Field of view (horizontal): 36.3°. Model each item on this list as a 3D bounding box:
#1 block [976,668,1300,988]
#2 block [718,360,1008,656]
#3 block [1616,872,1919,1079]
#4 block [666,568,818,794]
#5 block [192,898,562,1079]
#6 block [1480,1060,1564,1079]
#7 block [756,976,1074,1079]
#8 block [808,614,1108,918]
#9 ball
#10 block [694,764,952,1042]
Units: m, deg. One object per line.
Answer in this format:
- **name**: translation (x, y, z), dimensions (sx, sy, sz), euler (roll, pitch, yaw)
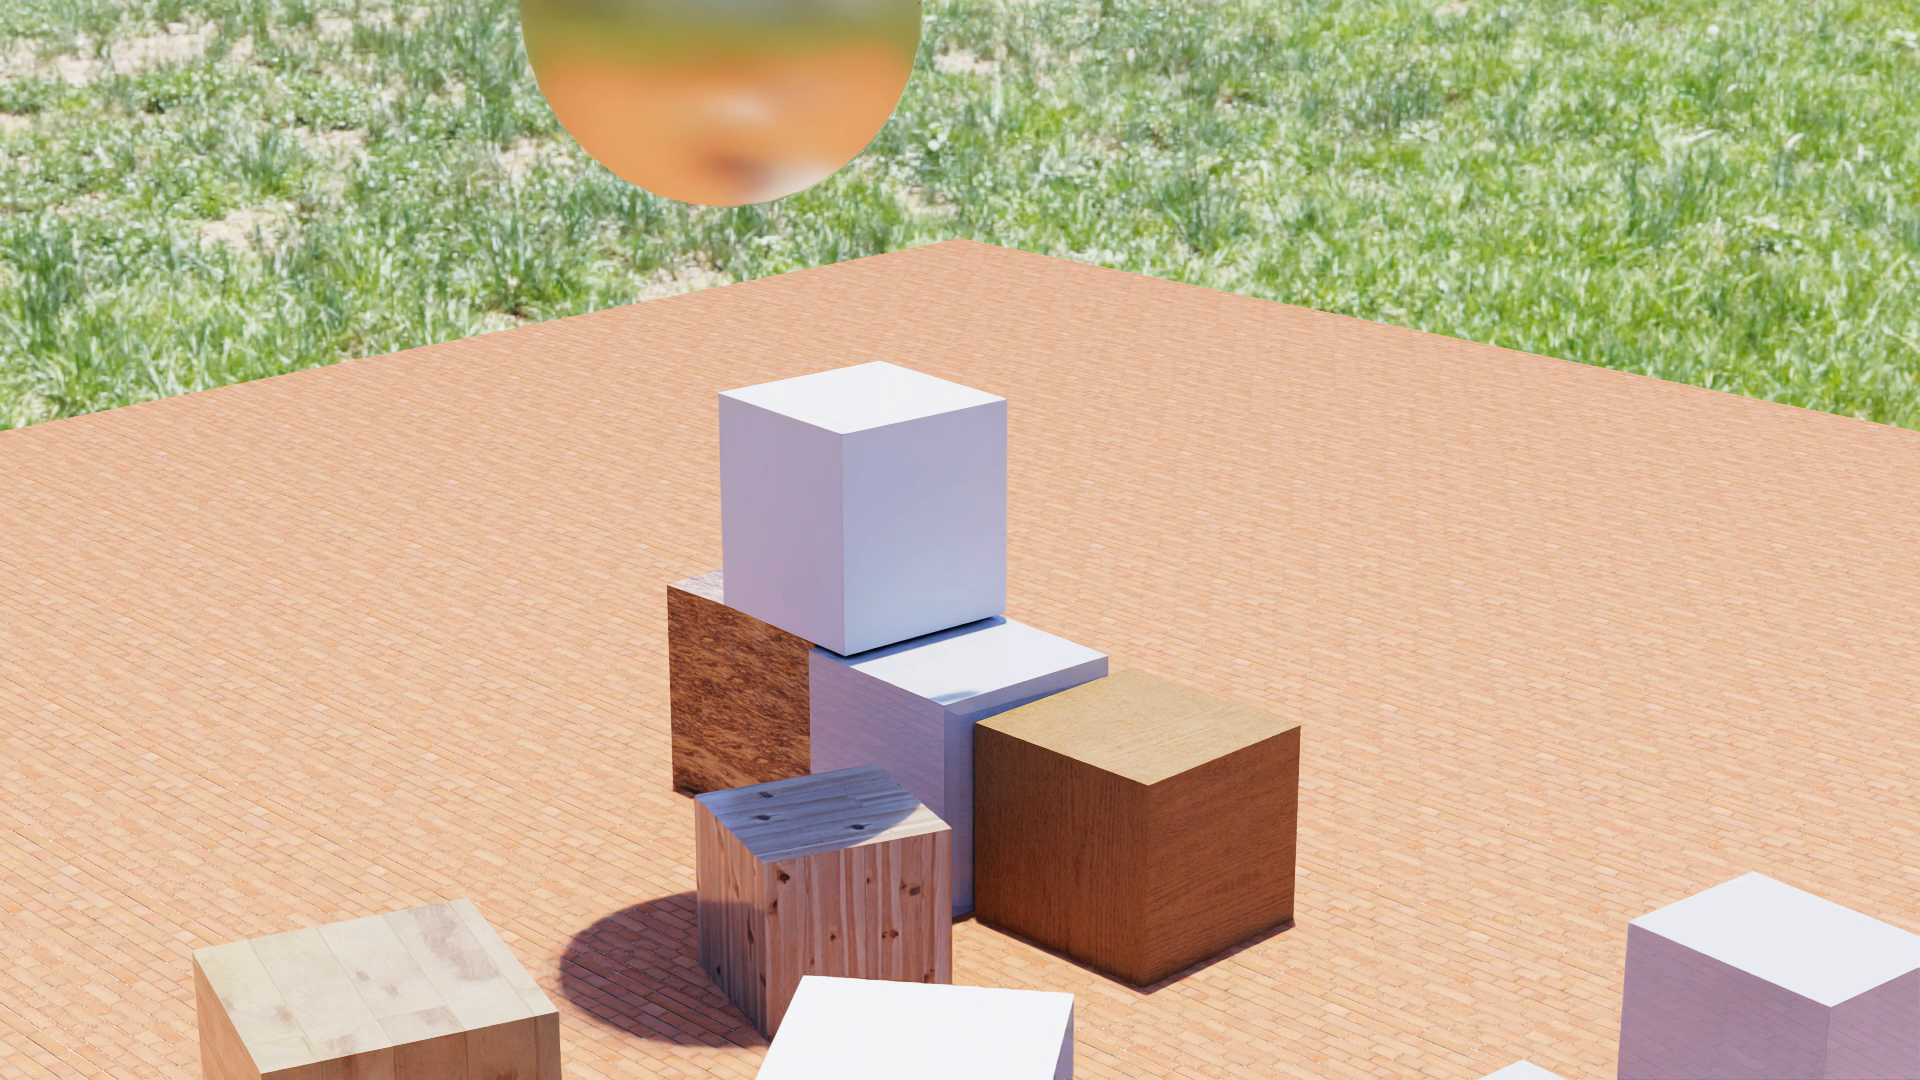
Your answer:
- **block**: translation (0.773, 1.237, 12.874), dimensions (0.986, 0.920, 1.010), euler (-16, 24, -42)
- **block**: translation (-0.451, -0.171, 13.683), dimensions (0.956, 1.036, 0.943), euler (-14, 22, -38)
- **block**: translation (3.129, 1.856, 11.170), dimensions (0.759, 0.762, 0.918), euler (-13, 22, -36)
- **block**: translation (-0.707, 0.726, 14.296), dimensions (0.948, 1.043, 1.065), euler (-17, 24, -42)
- **block**: translation (-2.100, 1.983, 10.585), dimensions (1.040, 0.869, 1.061), euler (-8, 19, -25)
- **block**: translation (1.920, 2.278, 9.979), dimensions (0.649, 0.670, 0.616), euler (-14, 22, -37)
- **block**: translation (-0.143, 2.144, 9.848), dimensions (0.947, 1.004, 0.889), euler (3, 18, 8)
- **block**: translation (-0.008, 0.996, 13.479), dimensions (0.981, 1.016, 0.948), euler (-15, 23, -39)
- **ball**: translation (-0.947, -2.133, 11.678), dimensions (1.600, 1.600, 1.600), euler (0, 17, 0)
- **block**: translation (-0.574, 1.499, 12.263), dimensions (0.828, 0.786, 0.789), euler (-8, 19, -24)
